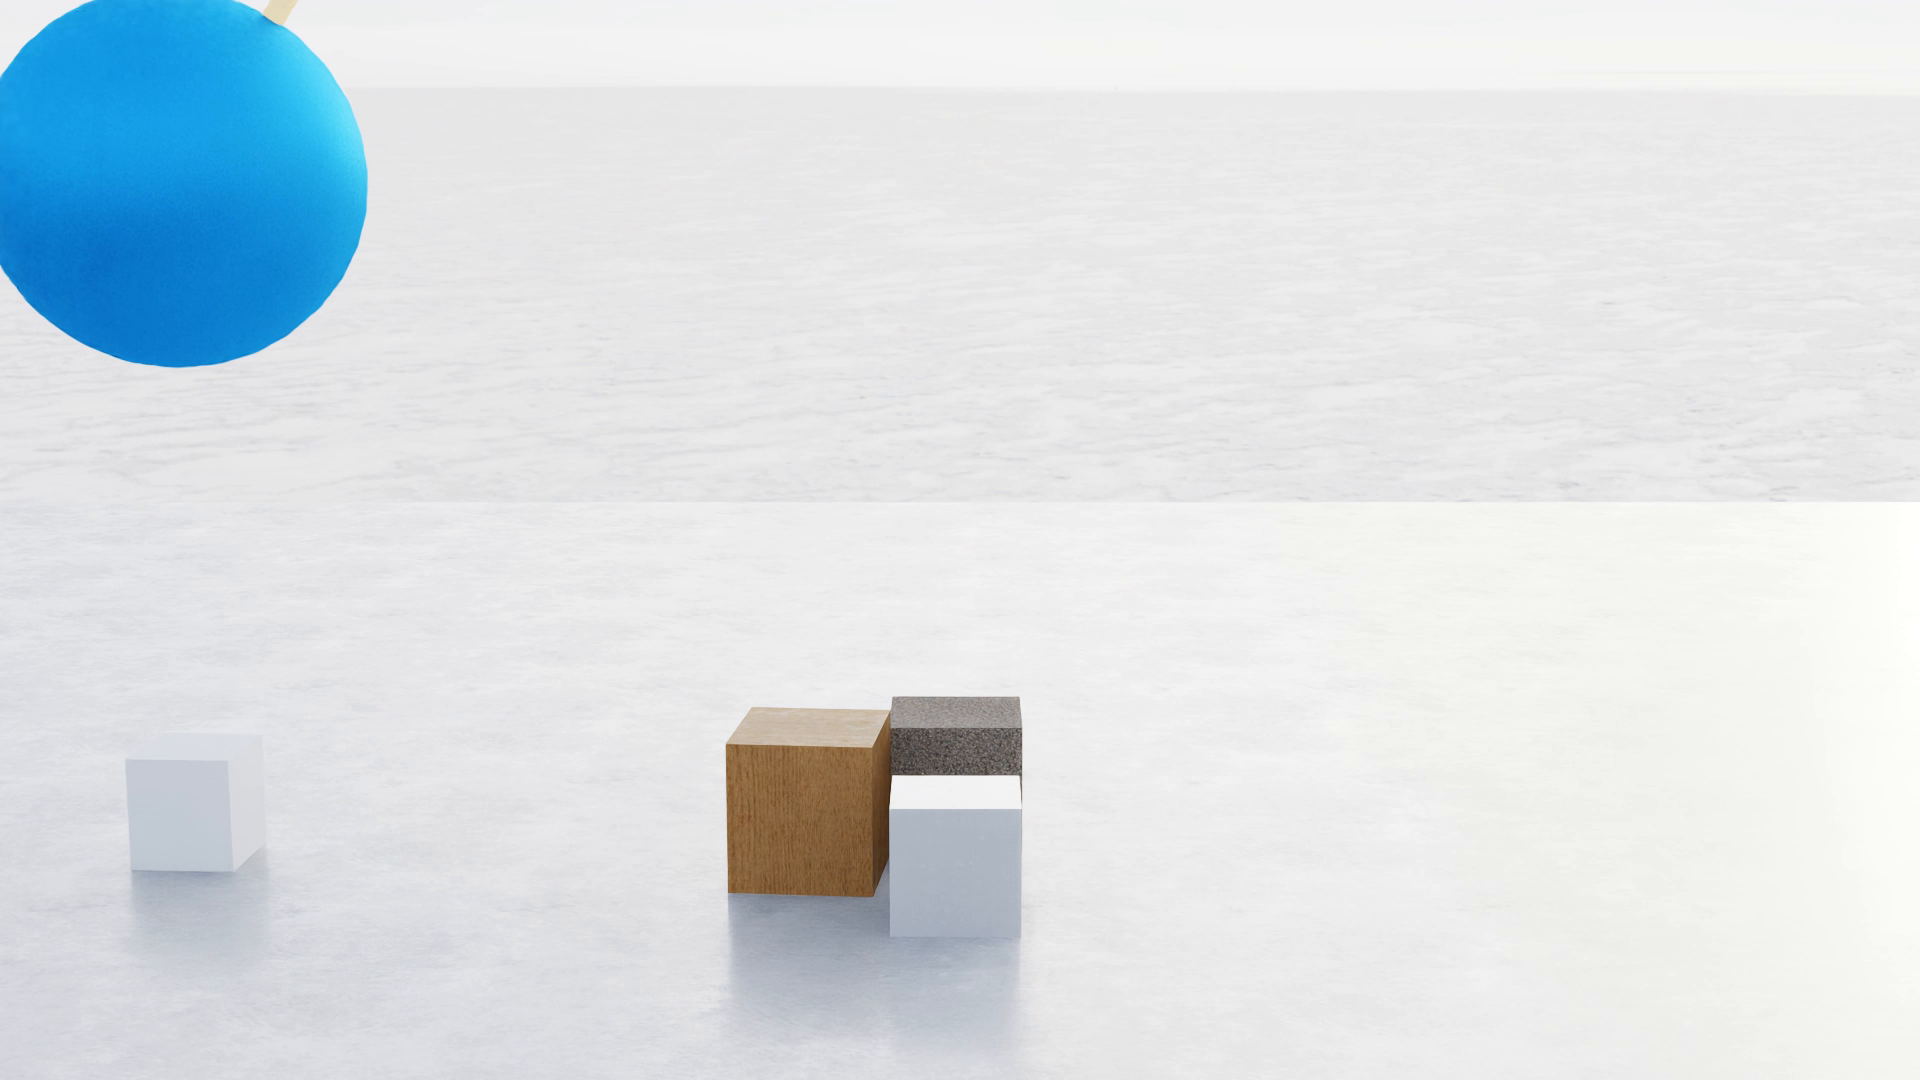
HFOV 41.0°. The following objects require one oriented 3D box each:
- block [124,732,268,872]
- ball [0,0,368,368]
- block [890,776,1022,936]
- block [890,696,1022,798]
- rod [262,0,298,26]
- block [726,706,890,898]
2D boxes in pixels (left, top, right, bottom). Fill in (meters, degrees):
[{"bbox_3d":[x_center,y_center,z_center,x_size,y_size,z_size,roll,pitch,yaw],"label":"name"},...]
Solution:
[{"bbox_3d":[-3.457,1.182,11.634,0.465,0.511,0.472,1,10,3],"label":"block"},{"bbox_3d":[-3.334,-1.532,10.902,1.600,1.600,1.600,0,10,0],"label":"ball"},{"bbox_3d":[-0.018,1.322,10.769,0.541,0.547,0.502,0,10,0],"label":"block"},{"bbox_3d":[-0.019,1.084,11.979,0.607,0.581,0.601,0,10,0],"label":"block"},{"bbox_3d":[-1.445,-4.313,10.396,0.080,5.200,0.080,33,9,-6],"label":"rod"},{"bbox_3d":[-0.661,1.150,11.373,0.635,0.667,0.661,1,10,5],"label":"block"}]
